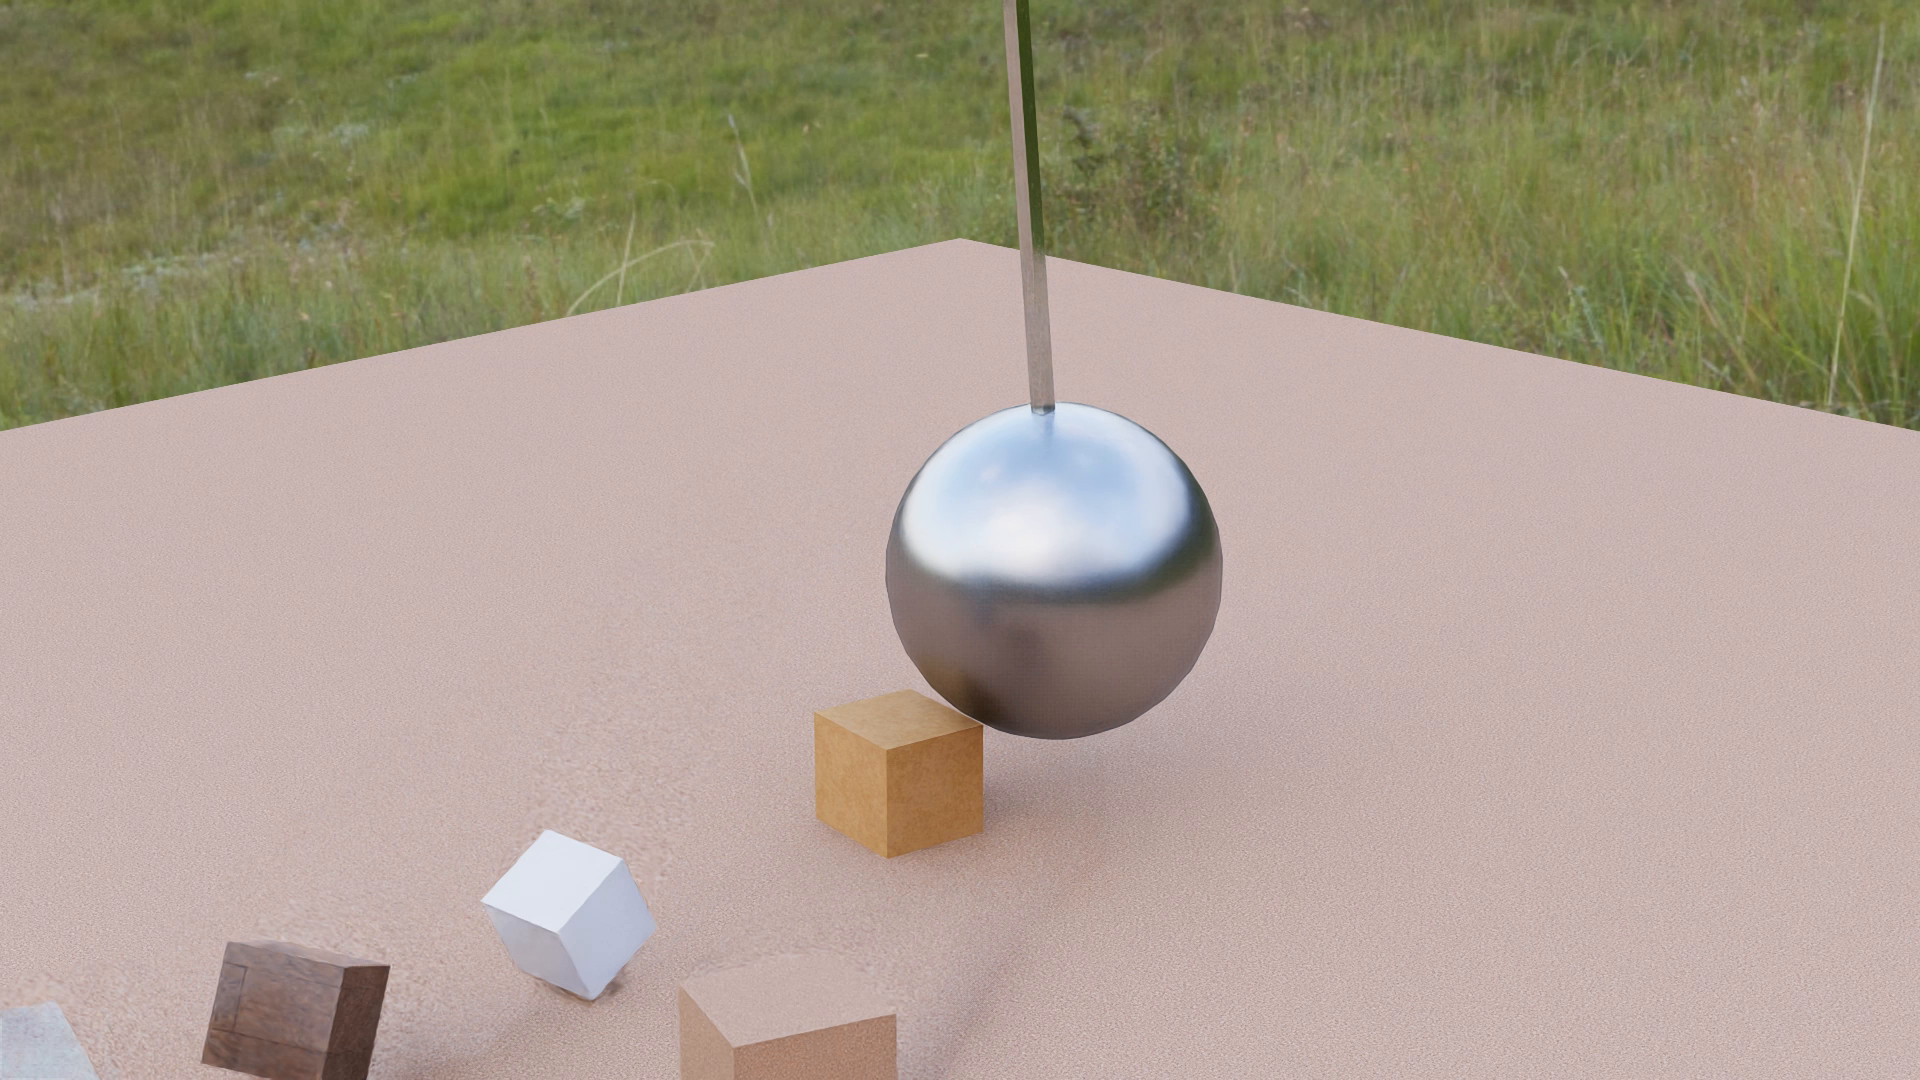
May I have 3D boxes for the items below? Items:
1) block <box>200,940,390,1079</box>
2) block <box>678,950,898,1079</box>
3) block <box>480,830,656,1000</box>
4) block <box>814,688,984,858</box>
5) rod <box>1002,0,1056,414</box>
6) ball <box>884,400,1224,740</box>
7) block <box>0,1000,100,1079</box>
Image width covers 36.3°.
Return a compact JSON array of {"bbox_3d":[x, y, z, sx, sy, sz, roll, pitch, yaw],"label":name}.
[{"bbox_3d":[-2.554,1.825,11.303,0.486,0.466,0.467,10,-5,12],"label":"block"},{"bbox_3d":[-0.655,1.983,11.116,0.650,0.551,0.597,-8,19,-24],"label":"block"},{"bbox_3d":[-1.623,1.557,12.192,0.446,0.430,0.428,15,50,35],"label":"block"},{"bbox_3d":[-0.292,1.101,13.934,0.552,0.544,0.607,-12,21,-34],"label":"block"},{"bbox_3d":[0.192,-3.006,12.599,0.080,5.200,0.080,17,30,42],"label":"rod"},{"bbox_3d":[0.444,0.144,13.853,1.600,1.600,1.600,0,17,0],"label":"ball"},{"bbox_3d":[-3.331,2.014,10.077,0.579,0.577,0.512,-37,-13,15],"label":"block"}]
